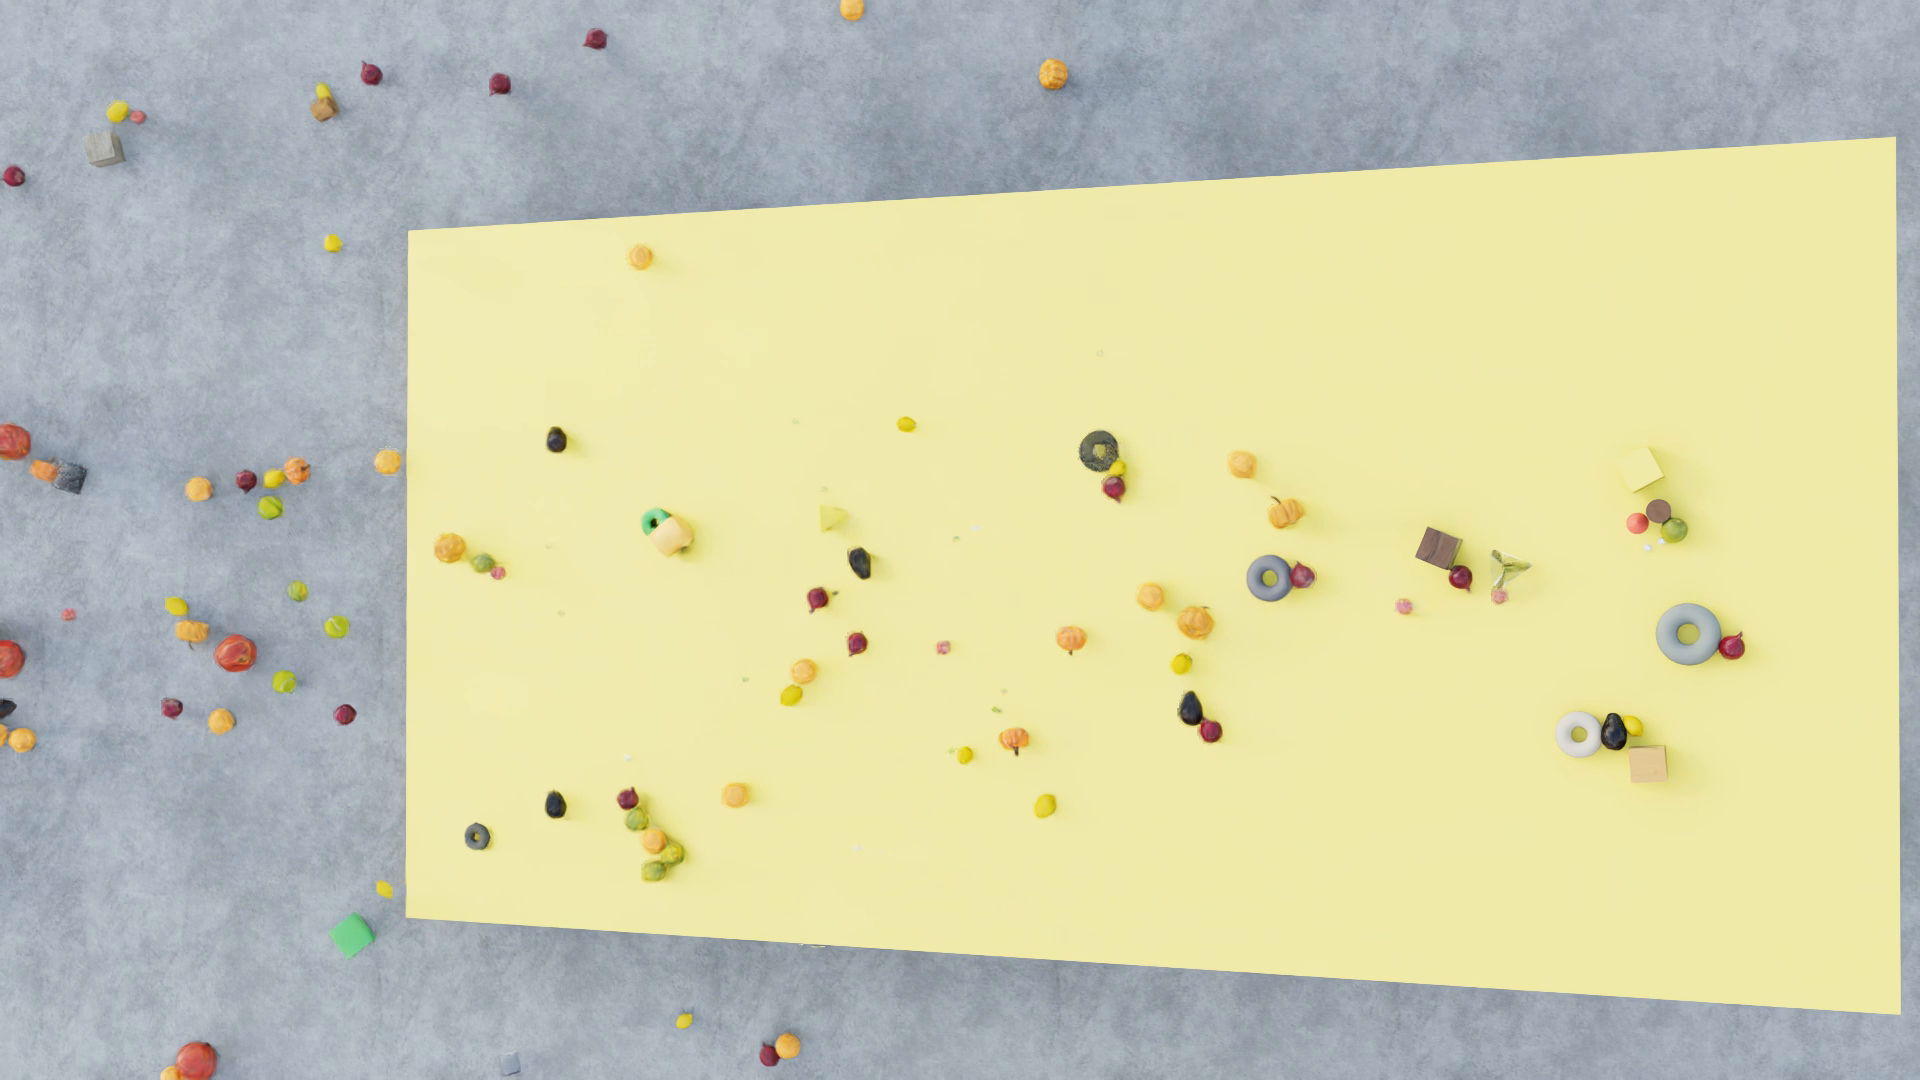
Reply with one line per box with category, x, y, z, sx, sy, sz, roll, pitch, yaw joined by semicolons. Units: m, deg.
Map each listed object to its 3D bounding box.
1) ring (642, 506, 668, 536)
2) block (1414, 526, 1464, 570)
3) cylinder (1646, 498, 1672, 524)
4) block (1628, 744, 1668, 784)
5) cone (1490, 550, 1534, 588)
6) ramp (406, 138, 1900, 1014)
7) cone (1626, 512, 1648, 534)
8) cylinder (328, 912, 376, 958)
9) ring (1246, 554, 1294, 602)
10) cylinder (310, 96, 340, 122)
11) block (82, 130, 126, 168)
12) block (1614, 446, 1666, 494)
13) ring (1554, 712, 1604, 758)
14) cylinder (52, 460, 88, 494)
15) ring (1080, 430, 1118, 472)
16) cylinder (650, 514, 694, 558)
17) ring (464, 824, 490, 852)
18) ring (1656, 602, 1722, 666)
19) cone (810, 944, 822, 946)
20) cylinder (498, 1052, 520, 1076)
ring;-0.846;-0.049;6.108;0.087;0.029;0.087;0;91;20
block;1.162;0.020;5.333;0.081;0.081;0.081;24;97;19
cylinder;1.643;-0.067;5.168;0.057;0.057;0.057;0;89;20
block;1.615;0.525;5.158;0.080;0.080;0.080;-5;88;20
cone;1.336;0.064;5.288;0.095;0.095;0.095;-6;89;-6
ramp;0.281;0.089;5.756;4.000;0.100;2.000;0;89;20
cone;1.597;-0.040;5.187;0.052;0.052;0.052;0;89;20
cylinder;-1.779;1.157;6.436;0.098;0.098;0.098;-38;90;0
ring;0.774;0.096;5.498;0.120;0.040;0.120;0;91;20
cylinder;-1.870;-1.269;6.478;0.058;0.058;0.058;-26;89;17
block;-2.521;-1.151;6.476;0.081;0.081;0.081;-14;89;0
block;1.600;-0.166;5.172;0.081;0.081;0.081;-30;79;17
ring;1.474;0.463;5.234;0.113;0.038;0.113;0;90;19
cylinder;-2.616;-0.184;6.464;0.078;0.078;0.078;17;89;0
ring;0.358;-0.229;5.659;0.109;0.036;0.109;-1;86;23
cylinder;-0.793;-0.011;6.051;0.087;0.087;0.087;-38;89;9
ring;-1.384;0.851;6.298;0.080;0.027;0.080;0;90;19
ring;1.705;0.221;5.146;0.147;0.049;0.147;0;90;21
cone;-0.457;1.169;6.467;0.084;0.084;0.084;-27;89;26
cylinder;-1.322;1.537;6.452;0.057;0.057;0.057;-14;89;0
